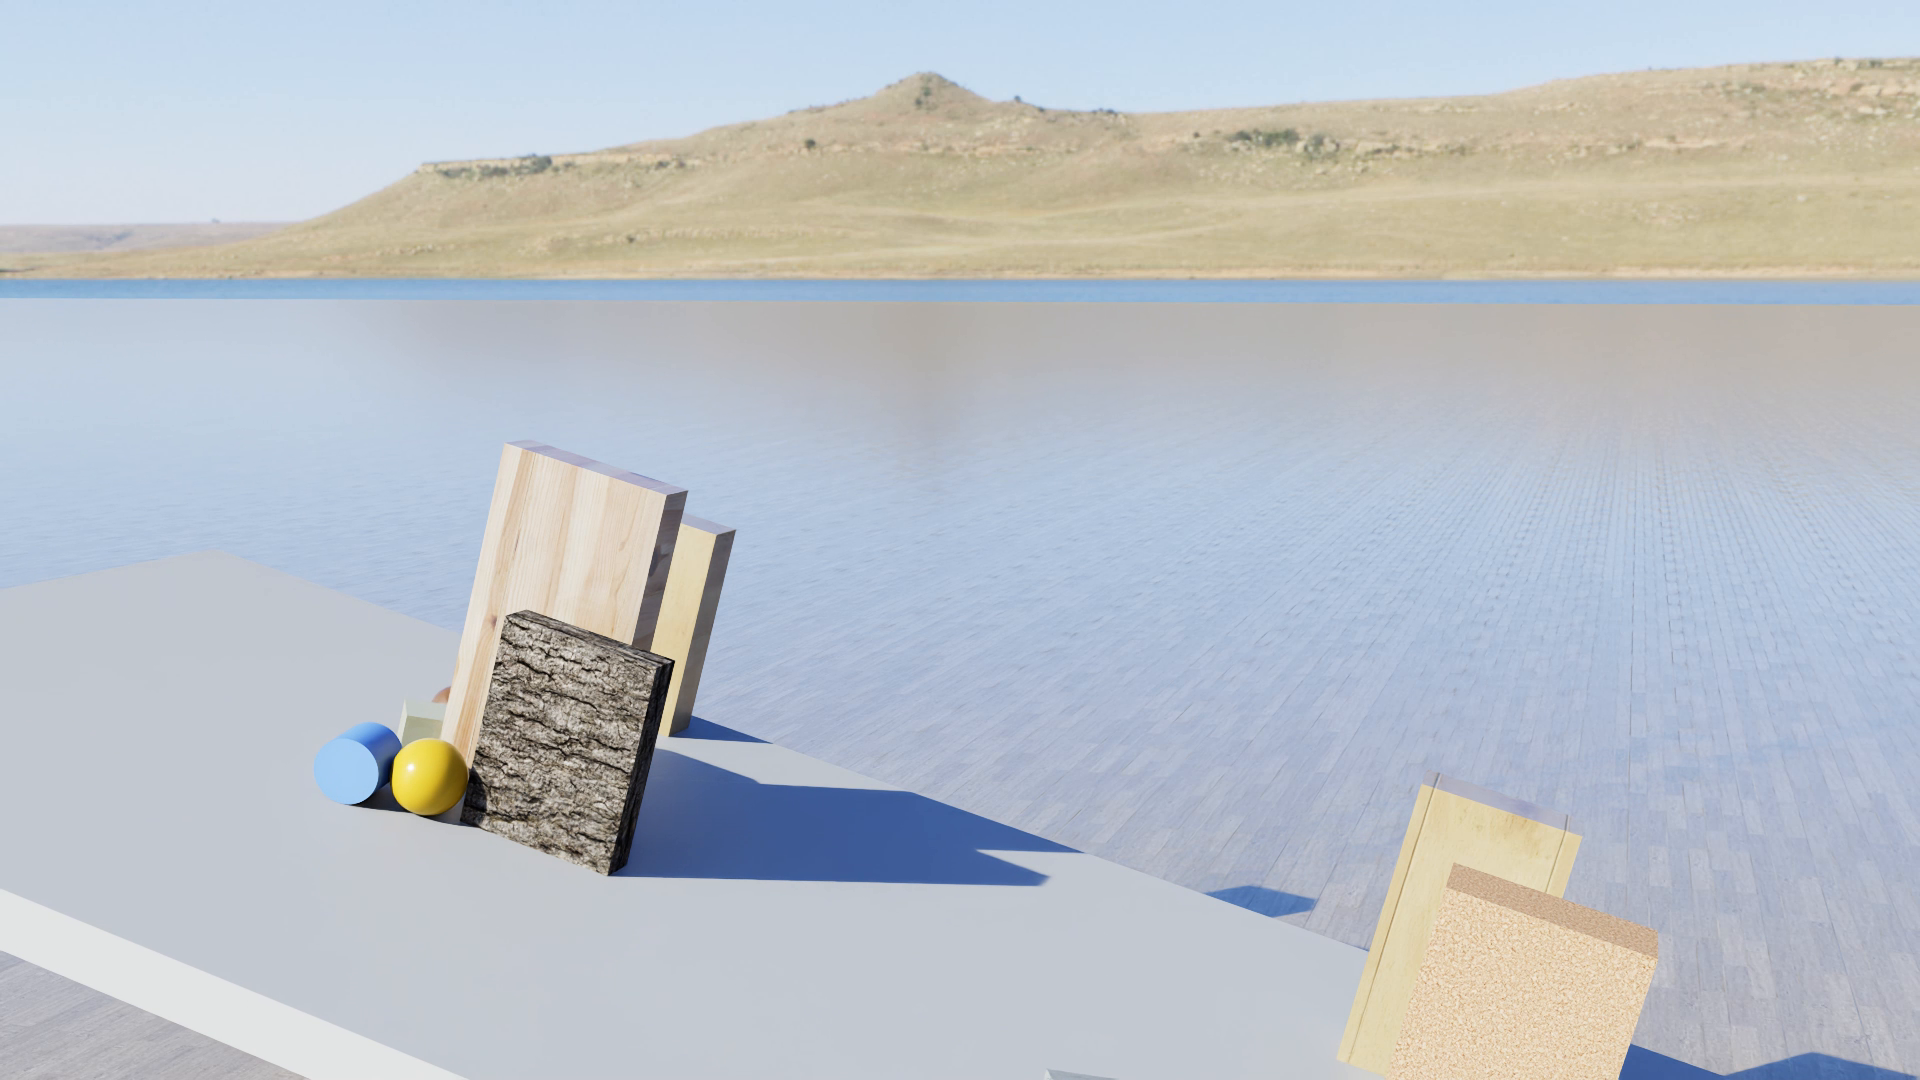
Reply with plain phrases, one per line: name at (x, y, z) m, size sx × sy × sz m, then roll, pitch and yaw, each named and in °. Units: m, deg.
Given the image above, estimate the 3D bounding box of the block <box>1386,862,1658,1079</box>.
block at (0.749, 0.856, 3.170) m, size 0.297 × 0.706 × 0.138 m, roll 18°, pitch 11°, yaw 15°

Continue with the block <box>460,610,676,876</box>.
block at (-0.762, 0.390, 4.256) m, size 0.327 × 0.426 × 0.085 m, roll 18°, pitch 11°, yaw 15°

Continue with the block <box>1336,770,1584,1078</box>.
block at (0.958, 0.769, 4.223) m, size 0.305 × 0.574 × 0.129 m, roll 18°, pitch 11°, yaw 15°

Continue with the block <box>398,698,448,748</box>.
block at (-1.108, 0.405, 4.569) m, size 0.107 × 0.107 × 0.107 m, roll 11°, pitch 12°, yaw -19°

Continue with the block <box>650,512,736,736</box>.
block at (-0.741, 0.174, 5.175) m, size 0.302 × 0.497 × 0.116 m, roll 18°, pitch 11°, yaw 15°

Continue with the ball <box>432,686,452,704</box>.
ball at (-1.079, 0.372, 4.727) m, size 0.123 × 0.123 × 0.123 m, roll 0°, pitch 7°, yaw 0°

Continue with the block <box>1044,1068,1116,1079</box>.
block at (0.201, 0.946, 3.503) m, size 0.137 × 0.137 × 0.137 m, roll 12°, pitch 11°, yaw -15°

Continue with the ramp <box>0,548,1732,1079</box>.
ramp at (-0.386, 0.768, 4.246) m, size 4.000 × 0.100 × 2.000 m, roll 18°, pitch 11°, yaw 15°

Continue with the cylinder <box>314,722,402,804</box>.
cylinder at (-1.170, 0.434, 4.283) m, size 0.130 × 0.130 × 0.130 m, roll 1°, pitch 10°, yaw 7°

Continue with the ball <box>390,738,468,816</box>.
ball at (-1.032, 0.460, 4.276) m, size 0.151 × 0.151 × 0.151 m, roll 0°, pitch 7°, yaw 0°

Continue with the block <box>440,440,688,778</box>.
block at (-0.807, 0.194, 4.416) m, size 0.360 × 0.715 × 0.103 m, roll 18°, pitch 11°, yaw 15°
